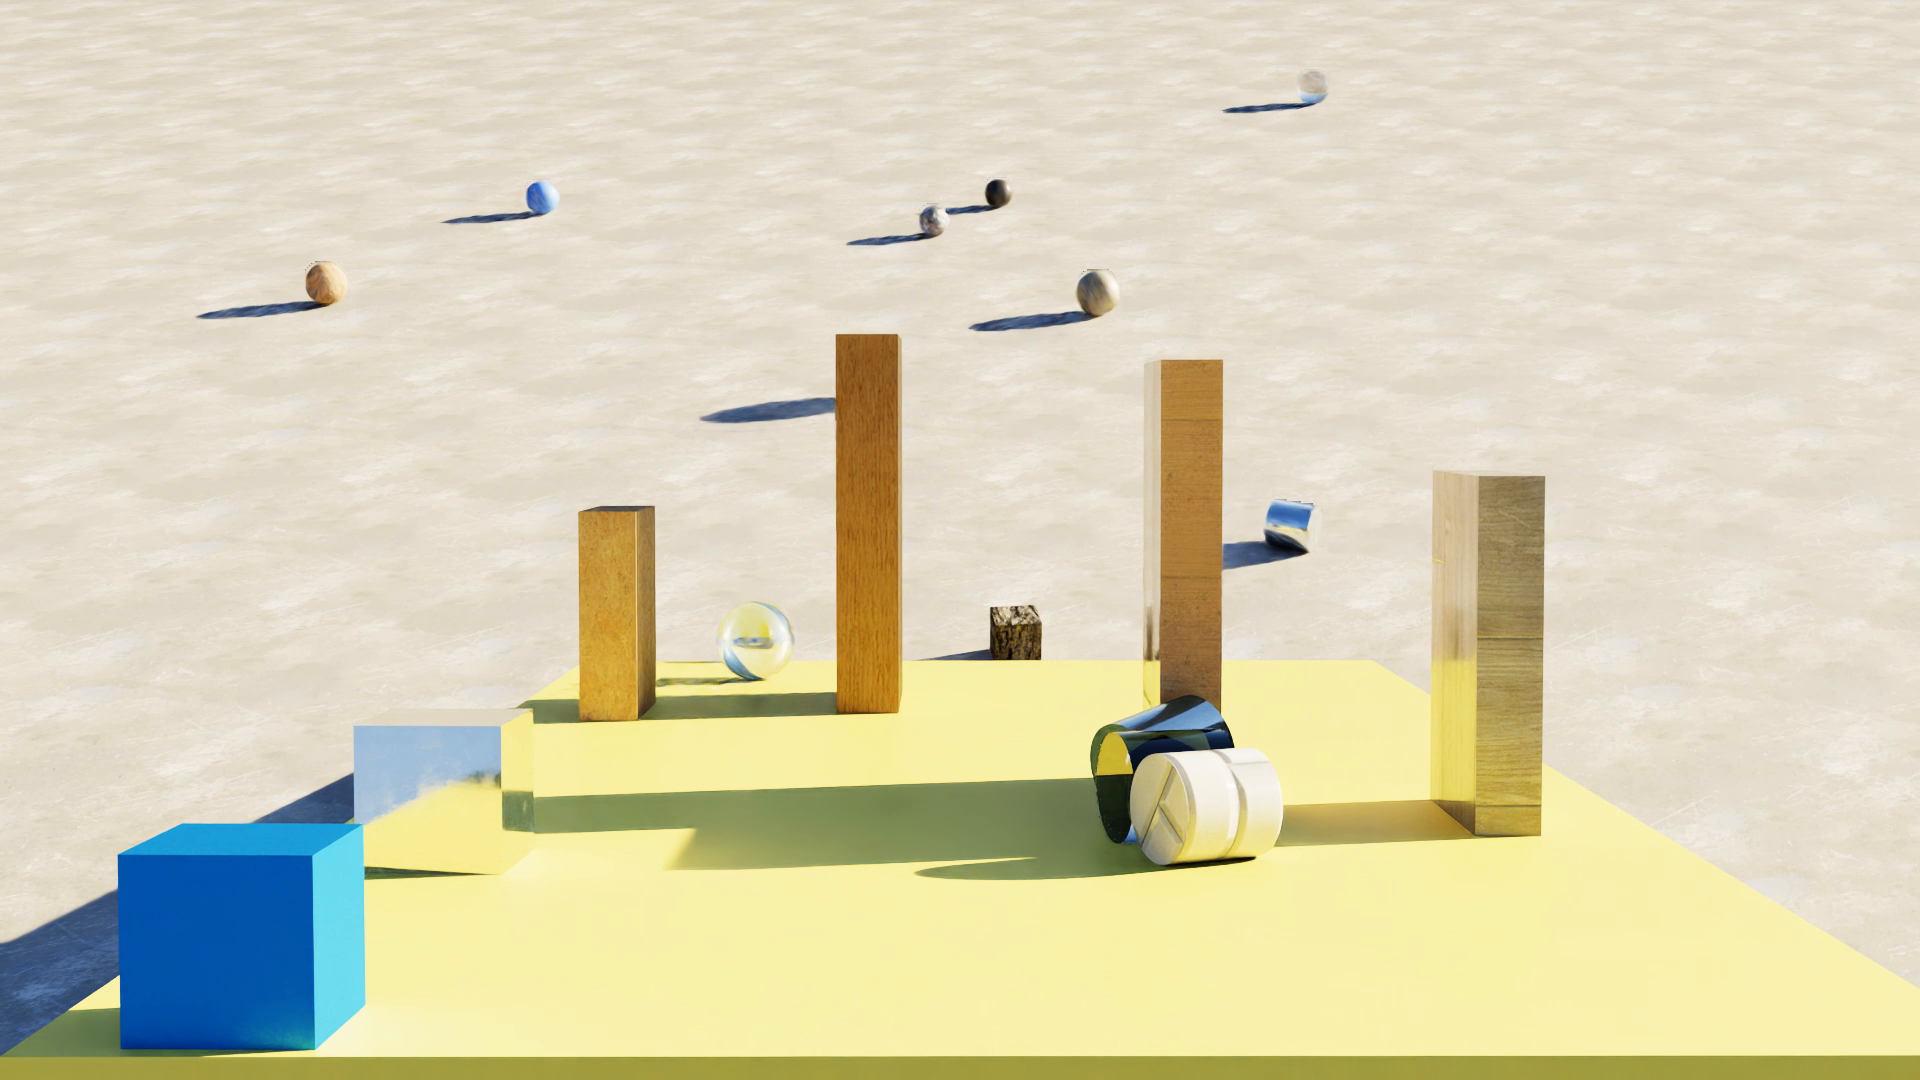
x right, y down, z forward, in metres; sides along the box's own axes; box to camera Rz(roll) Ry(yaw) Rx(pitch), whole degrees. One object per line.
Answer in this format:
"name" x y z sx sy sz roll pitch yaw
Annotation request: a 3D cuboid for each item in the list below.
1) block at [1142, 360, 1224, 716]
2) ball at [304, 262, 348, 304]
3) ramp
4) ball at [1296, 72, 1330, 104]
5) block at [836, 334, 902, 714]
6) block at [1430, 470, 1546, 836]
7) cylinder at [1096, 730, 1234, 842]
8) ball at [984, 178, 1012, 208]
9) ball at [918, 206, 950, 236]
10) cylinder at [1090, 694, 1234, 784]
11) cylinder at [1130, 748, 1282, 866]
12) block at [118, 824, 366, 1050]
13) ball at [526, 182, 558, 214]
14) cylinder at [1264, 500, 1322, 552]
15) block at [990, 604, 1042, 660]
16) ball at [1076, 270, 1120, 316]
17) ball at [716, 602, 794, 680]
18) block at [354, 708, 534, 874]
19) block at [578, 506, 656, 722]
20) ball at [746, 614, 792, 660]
"block" 0.367 0.062 4.274 0.098 0.715 0.371 0 3 0
"ball" -2.409 -0.974 9.770 0.159 0.159 0.159 0 22 0
"ramp" 0.051 0.457 4.533 2.000 0.100 4.000 0 3 0
"ball" 1.796 -2.299 13.073 0.168 0.168 0.168 0 22 0
"block" -0.195 -0.043 5.586 0.130 0.794 0.429 0 3 0
"block" 0.818 0.164 4.005 0.099 0.537 0.366 0 3 0
"cylinder" 0.306 0.363 3.797 0.164 0.164 0.164 1 21 -19
"ball" 0.167 -1.503 11.142 0.123 0.123 0.123 0 22 0
"ball" -0.108 -1.327 10.699 0.126 0.126 0.126 0 22 0
"cylinder" 0.315 0.339 3.990 0.160 0.160 0.160 -17 28 -36
"cylinder" 0.347 0.375 3.630 0.156 0.156 0.156 -1 20 -27
"block" -0.736 0.405 2.652 0.195 0.195 0.195 0 3 2
"ball" -1.792 -1.468 11.031 0.141 0.141 0.141 0 22 0
"cylinder" 0.968 -0.041 7.474 0.129 0.129 0.129 10 24 25
"block" 0.146 0.252 6.755 0.121 0.121 0.121 -2 22 -6
"ball" 0.517 -0.926 9.640 0.168 0.168 0.168 0 22 0
"ball" -0.482 0.238 6.062 0.185 0.185 0.185 0 22 0
"block" -0.724 0.351 3.625 0.205 0.205 0.205 0 3 3
"block" -0.719 0.148 5.417 0.117 0.429 0.340 0 3 0
"ball" -0.487 0.248 6.556 0.117 0.117 0.117 0 22 0
